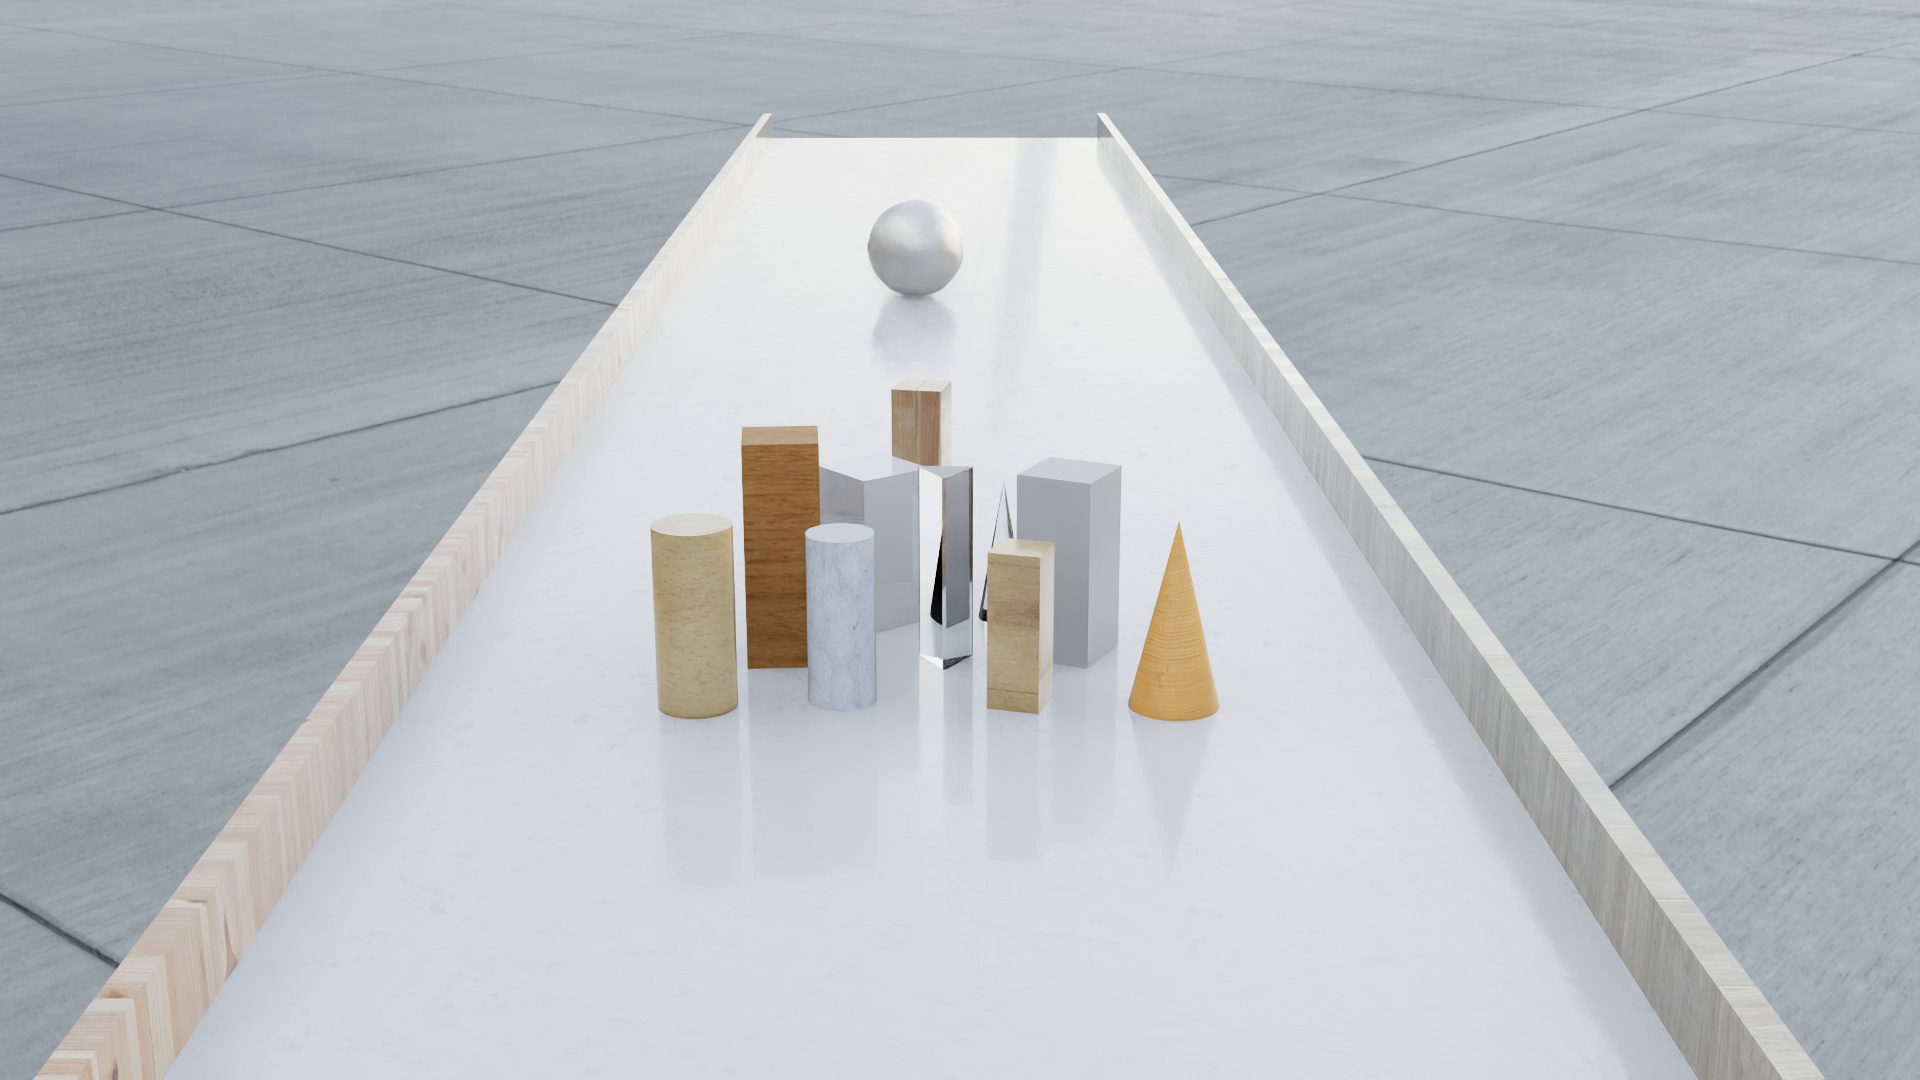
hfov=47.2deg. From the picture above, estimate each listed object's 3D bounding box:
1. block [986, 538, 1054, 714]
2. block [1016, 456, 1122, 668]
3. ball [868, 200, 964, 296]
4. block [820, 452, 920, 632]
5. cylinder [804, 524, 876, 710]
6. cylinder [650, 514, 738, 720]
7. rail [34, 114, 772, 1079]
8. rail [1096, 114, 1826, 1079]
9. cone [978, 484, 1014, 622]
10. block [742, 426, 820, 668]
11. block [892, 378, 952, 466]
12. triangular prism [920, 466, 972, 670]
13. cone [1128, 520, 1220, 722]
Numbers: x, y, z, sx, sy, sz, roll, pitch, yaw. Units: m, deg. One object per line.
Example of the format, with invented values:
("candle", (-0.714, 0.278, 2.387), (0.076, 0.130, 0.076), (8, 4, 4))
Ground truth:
("block", (0.114, 0.162, 4.143), (0.101, 0.308, 0.101), (5, 17, 17))
("block", (0.218, 0.044, 4.413), (0.158, 0.381, 0.158), (8, 18, 25))
("ball", (-0.166, -1.099, 8.286), (0.363, 0.363, 0.363), (0, 17, 0))
("block", (-0.182, 0.006, 4.626), (0.169, 0.332, 0.169), (-13, 21, -37))
("cylinder", (-0.225, 0.145, 4.159), (0.130, 0.331, 0.130), (0, 17, 0))
("cylinder", (-0.497, 0.142, 4.124), (0.152, 0.356, 0.152), (0, 17, 0))
("rail", (-1.118, -0.838, 7.780), (0.050, 0.150, 12.000), (0, 17, -1))
("rail", (0.932, -0.844, 7.801), (0.050, 0.150, 12.000), (0, 17, -1))
("cone", (0.092, 0.017, 4.638), (0.105, 0.302, 0.105), (0, 17, 0))
("block", (-0.353, 0.014, 4.378), (0.149, 0.458, 0.149), (-1, 17, -4))
("block", (-0.084, -0.126, 4.869), (0.110, 0.445, 0.110), (3, 17, 11))
("triangular prism", (-0.042, 0.049, 4.372), (0.092, 0.393, 0.106), (10, 19, 31))
("cone", (0.406, 0.138, 4.123), (0.174, 0.365, 0.174), (0, 17, 0))
